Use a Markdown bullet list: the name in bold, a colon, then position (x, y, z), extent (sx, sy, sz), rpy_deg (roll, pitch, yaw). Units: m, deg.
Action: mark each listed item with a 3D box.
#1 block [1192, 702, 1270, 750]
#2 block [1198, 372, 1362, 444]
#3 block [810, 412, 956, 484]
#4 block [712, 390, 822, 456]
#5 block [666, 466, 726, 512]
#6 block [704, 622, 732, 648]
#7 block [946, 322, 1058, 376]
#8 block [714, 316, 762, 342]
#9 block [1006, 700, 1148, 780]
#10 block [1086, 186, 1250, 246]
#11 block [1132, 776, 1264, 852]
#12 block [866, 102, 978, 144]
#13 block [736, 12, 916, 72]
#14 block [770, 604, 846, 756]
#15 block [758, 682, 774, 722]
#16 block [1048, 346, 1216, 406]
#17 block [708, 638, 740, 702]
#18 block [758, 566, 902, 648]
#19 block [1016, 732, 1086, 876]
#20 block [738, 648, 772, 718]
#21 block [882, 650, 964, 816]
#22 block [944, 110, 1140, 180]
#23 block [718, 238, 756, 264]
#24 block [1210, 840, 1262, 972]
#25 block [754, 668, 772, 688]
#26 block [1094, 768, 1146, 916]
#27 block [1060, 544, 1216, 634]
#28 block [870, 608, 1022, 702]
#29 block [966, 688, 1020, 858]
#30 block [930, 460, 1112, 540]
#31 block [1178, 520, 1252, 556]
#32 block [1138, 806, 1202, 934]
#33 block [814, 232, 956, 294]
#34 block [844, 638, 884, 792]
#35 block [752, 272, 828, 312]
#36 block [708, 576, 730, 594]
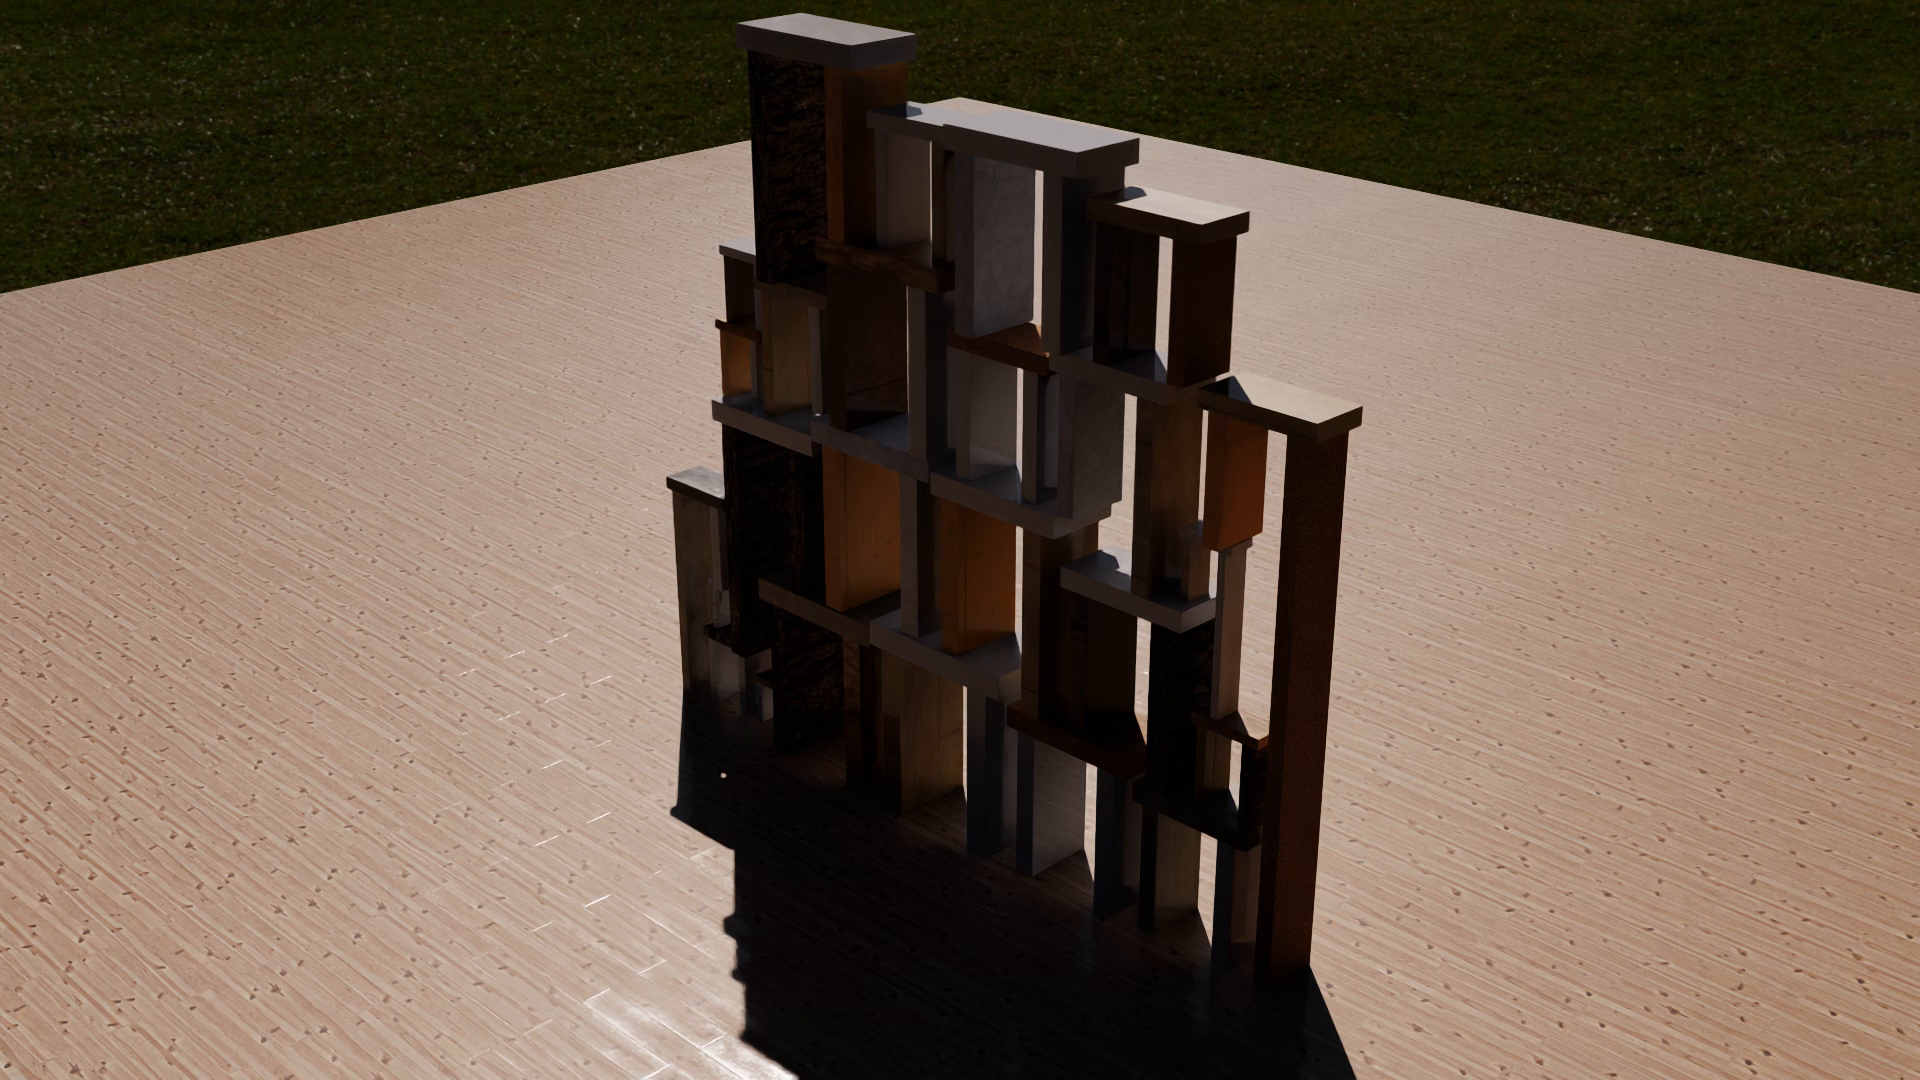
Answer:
- **block**: position (0.485, 0.321, 3.842), extent (0.149, 0.021, 0.074), rpy_deg (21, 31, 40)
- **block**: position (0.518, -0.216, 3.571), extent (0.121, 0.034, 0.241), rpy_deg (-21, 31, -41)
- **block**: position (-0.118, -0.195, 4.273), extent (0.331, 0.047, 0.166), rpy_deg (21, 31, 41)
- **block**: position (-0.349, -0.249, 4.499), extent (0.310, 0.044, 0.155), rpy_deg (21, 31, 40)
- **block**: position (-0.537, -0.113, 4.757), extent (0.096, 0.027, 0.193), rpy_deg (-21, 31, -40)
- **block**: position (-0.486, 0.212, 4.842), extent (0.153, 0.022, 0.077), rpy_deg (21, 31, 40)
- **block**: position (0.108, -0.353, 3.952), extent (0.125, 0.035, 0.250), rpy_deg (-21, 31, -40)
- **block**: position (-0.428, -0.436, 4.497), extent (0.141, 0.020, 0.071), rpy_deg (21, 31, 40)
- **block**: position (0.248, 0.353, 4.106), extent (0.301, 0.043, 0.150), rpy_deg (21, 31, 41)
- **block**: position (0.341, -0.536, 3.623), extent (0.123, 0.035, 0.246), rpy_deg (-21, 31, -41)
- **block**: position (0.449, 0.473, 3.939), extent (0.258, 0.037, 0.129), rpy_deg (21, 31, 41)
- **block**: position (-0.053, -0.751, 3.962), extent (0.220, 0.031, 0.110), rpy_deg (21, 31, 40)
- **block**: position (-0.251, -0.929, 4.095), extent (0.162, 0.046, 0.324), rpy_deg (-21, 31, -40)
- **block**: position (-0.319, 0.271, 4.685), extent (0.048, 0.341, 0.171), rpy_deg (21, 31, 41)
- **block**: position (-0.421, 0.348, 4.822), extent (0.013, 0.094, 0.047), rpy_deg (21, 31, 41)
- **block**: position (0.295, -0.295, 3.776), extent (0.132, 0.037, 0.265), rpy_deg (-21, 31, -41)
- **block**: position (-0.522, 0.278, 4.910), extent (0.022, 0.153, 0.077), rpy_deg (21, 31, 41)
- **block**: position (-0.239, 0.124, 4.535), extent (0.341, 0.048, 0.171), rpy_deg (21, 31, 41)
- **block**: position (0.177, 0.483, 4.238), extent (0.043, 0.301, 0.150), rpy_deg (21, 31, 41)
- **block**: position (-0.450, 0.306, 4.843), extent (0.022, 0.153, 0.076), rpy_deg (21, 31, 41)
- **block**: position (-0.074, 0.361, 4.454), extent (0.050, 0.356, 0.178), rpy_deg (21, 31, 41)
- **block**: position (0.137, -0.682, 3.779), extent (0.157, 0.044, 0.314), rpy_deg (-21, 31, -41)
- **block**: position (-0.414, -0.579, 4.428), extent (0.139, 0.020, 0.069), rpy_deg (21, 31, 40)
- **block**: position (0.510, 0.632, 3.940), extent (0.037, 0.258, 0.129), rpy_deg (21, 31, 41)
- **block**: position (-0.399, 0.307, 4.780), extent (0.094, 0.013, 0.047), rpy_deg (21, 31, 41)
- **block**: position (0.318, 0.538, 4.107), extent (0.043, 0.301, 0.150), rpy_deg (21, 31, 41)
- **block**: position (0.329, 0.085, 3.910), extent (0.141, 0.040, 0.282), rpy_deg (-21, 31, -41)
- **block**: position (0.010, 0.207, 4.297), extent (0.355, 0.050, 0.178), rpy_deg (21, 31, 41)
- **block**: position (0.094, 0.427, 4.299), extent (0.050, 0.355, 0.178), rpy_deg (21, 31, 41)
- **block**: position (0.111, -0.086, 4.065), extent (0.313, 0.044, 0.157), rpy_deg (21, 31, 41)
- **block**: position (0.436, -0.004, 3.753), extent (0.058, 0.016, 0.115), rpy_deg (-21, 31, -41)
- **block**: position (0.388, 0.585, 4.052), extent (0.037, 0.258, 0.129), rpy_deg (21, 31, 41)
- **block**: position (-0.099, -0.531, 4.104), extent (0.329, 0.047, 0.164), rpy_deg (21, 31, 41)
- **block**: position (-0.158, 0.334, 4.537), extent (0.048, 0.341, 0.171), rpy_deg (21, 31, 41)
- **block**: position (-0.295, -0.499, 4.331), extent (0.219, 0.031, 0.109), rpy_deg (21, 31, 40)
- **block**: position (-0.497, 0.098, 4.806), extent (0.101, 0.014, 0.050), rpy_deg (21, 31, 40)
